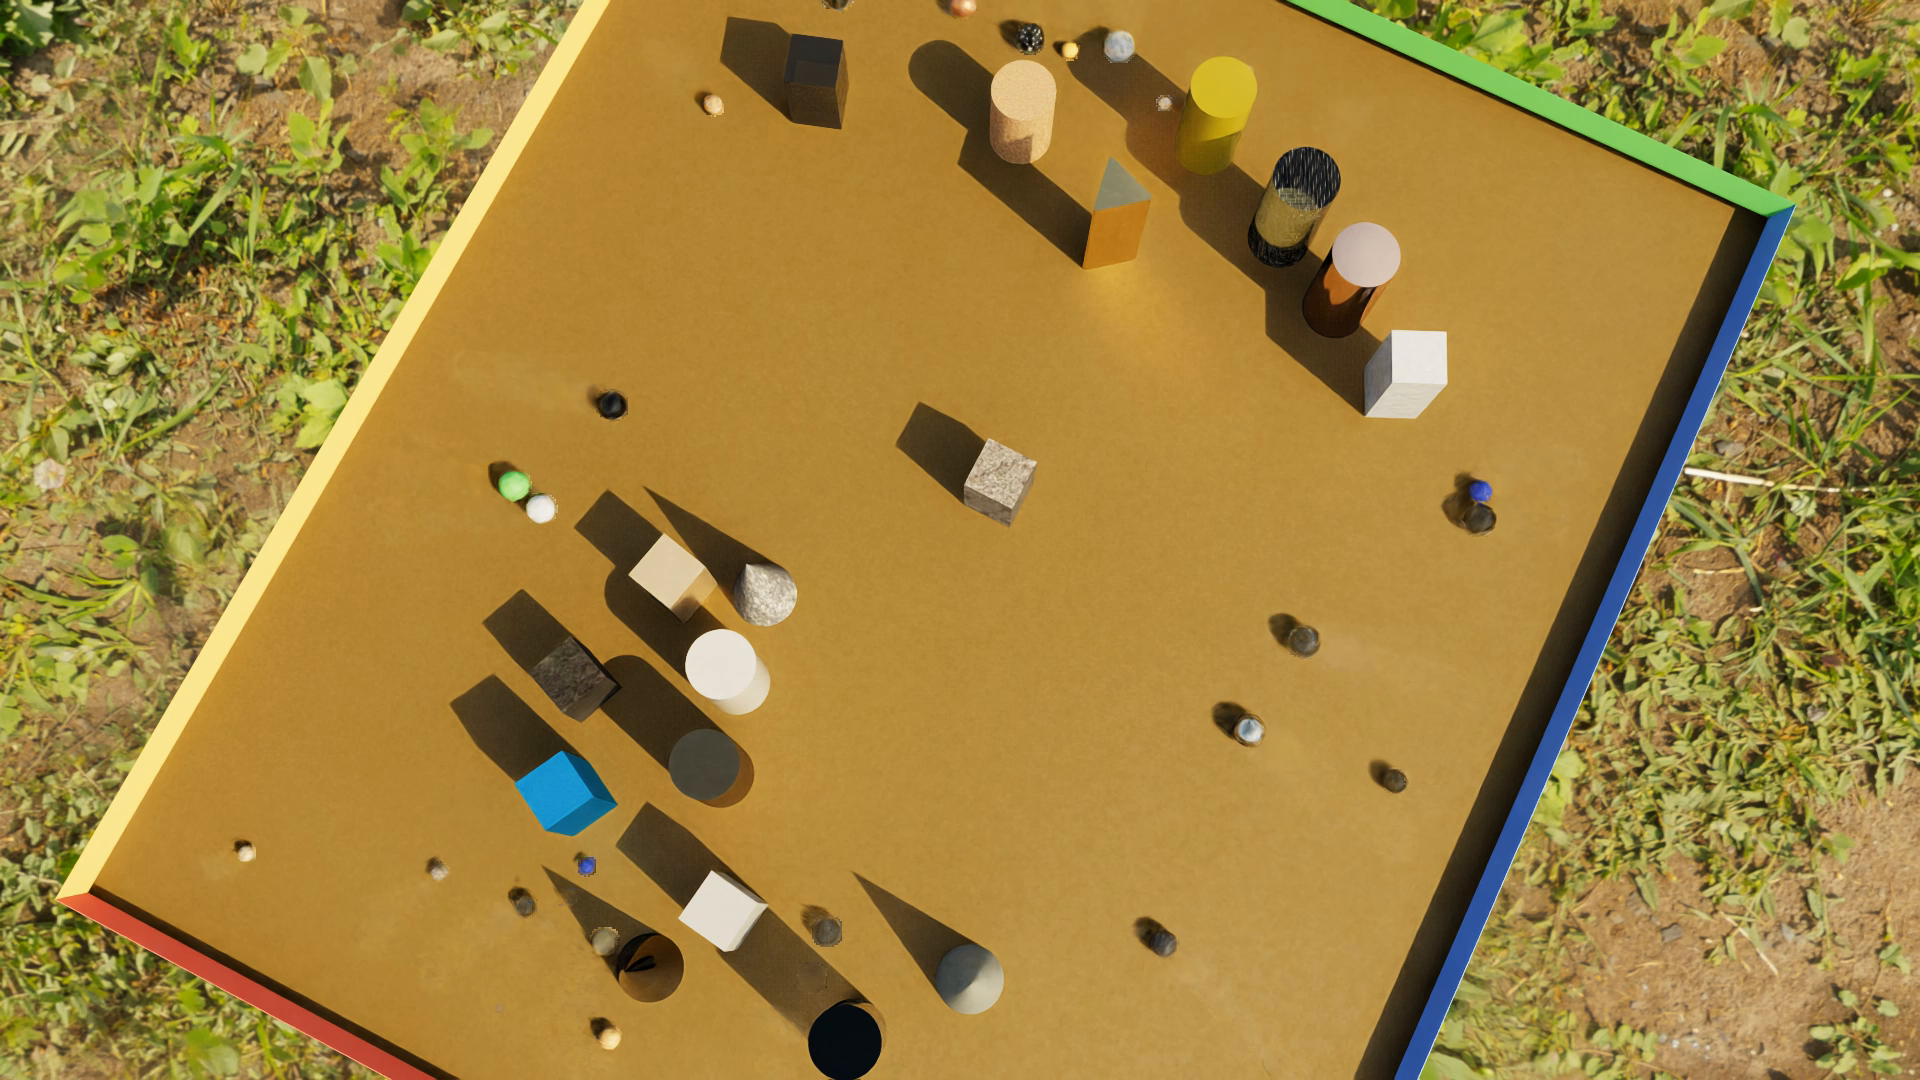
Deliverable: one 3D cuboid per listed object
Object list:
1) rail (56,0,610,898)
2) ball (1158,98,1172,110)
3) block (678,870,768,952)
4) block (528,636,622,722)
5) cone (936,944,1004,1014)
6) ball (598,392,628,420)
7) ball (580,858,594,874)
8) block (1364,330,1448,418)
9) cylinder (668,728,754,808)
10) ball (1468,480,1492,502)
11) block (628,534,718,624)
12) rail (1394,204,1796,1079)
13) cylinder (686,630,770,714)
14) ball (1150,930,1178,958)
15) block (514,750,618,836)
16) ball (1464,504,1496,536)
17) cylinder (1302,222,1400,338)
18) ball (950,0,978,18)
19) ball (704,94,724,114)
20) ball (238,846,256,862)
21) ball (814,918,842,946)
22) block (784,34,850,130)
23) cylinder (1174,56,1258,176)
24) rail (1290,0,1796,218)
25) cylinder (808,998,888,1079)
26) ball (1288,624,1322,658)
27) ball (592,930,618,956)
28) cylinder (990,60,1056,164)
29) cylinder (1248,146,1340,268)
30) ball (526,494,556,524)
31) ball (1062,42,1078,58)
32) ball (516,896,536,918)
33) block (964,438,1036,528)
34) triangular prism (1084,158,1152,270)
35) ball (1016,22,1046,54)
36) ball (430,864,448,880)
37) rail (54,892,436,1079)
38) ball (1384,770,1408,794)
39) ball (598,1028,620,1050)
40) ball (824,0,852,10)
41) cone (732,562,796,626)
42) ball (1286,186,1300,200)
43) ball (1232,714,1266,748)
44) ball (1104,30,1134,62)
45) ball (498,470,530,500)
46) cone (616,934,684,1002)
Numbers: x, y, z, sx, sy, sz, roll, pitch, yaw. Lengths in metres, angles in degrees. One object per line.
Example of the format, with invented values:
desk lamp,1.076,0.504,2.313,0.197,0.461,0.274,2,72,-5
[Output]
rail,-1.637,-0.795,5.714,0.045,0.129,4.230,26,80,5
ball,0.659,-1.402,5.886,0.040,0.040,0.040,0,78,0
block,-0.673,1.062,5.244,0.159,0.299,0.159,34,80,7
block,-1.131,0.413,5.397,0.159,0.263,0.159,-41,81,-8
cone,0.029,1.238,5.134,0.199,0.443,0.199,0,78,0
ball,-1.074,-0.414,5.656,0.090,0.090,0.090,0,78,0
ball,-1.098,0.962,5.394,0.045,0.045,0.045,0,78,0
block,1.340,-0.496,5.527,0.159,0.376,0.159,2,78,0
cylinder,-0.713,0.662,5.292,0.199,0.368,0.199,0,78,0
ball,1.594,-0.149,5.612,0.069,0.069,0.069,0,78,0
block,-0.849,0.118,5.448,0.159,0.283,0.159,38,81,7
rail,1.637,0.809,5.382,0.045,0.129,4.230,26,80,5
cylinder,-0.671,0.389,5.335,0.199,0.394,0.199,0,78,0
ball,0.593,1.175,5.333,0.080,0.080,0.080,0,78,0
block,-1.128,0.733,5.274,0.159,0.374,0.159,-35,80,-7
ball,1.583,-0.062,5.579,0.098,0.098,0.098,0,78,0
cylinder,1.176,-0.778,5.535,0.199,0.475,0.199,0,78,0
ball,0.011,-1.735,5.928,0.093,0.093,0.093,0,78,0
ball,-0.791,-1.396,5.874,0.063,0.063,0.063,0,78,0
ball,-2.103,0.925,5.401,0.048,0.048,0.048,0,78,0
ball,-0.386,1.141,5.340,0.080,0.080,0.080,0,78,0
block,-0.448,-1.438,5.760,0.159,0.302,0.159,8,78,2
cylinder,0.786,-1.306,5.669,0.199,0.427,0.199,0,78,0
rail,0.935,-1.825,5.927,3.709,0.129,0.045,26,80,5
cylinder,-0.310,1.393,5.126,0.199,0.395,0.199,0,78,0
ball,1.035,0.304,5.504,0.097,0.097,0.097,0,78,0
ball,-1.032,1.171,5.331,0.076,0.076,0.076,0,78,0
cylinder,0.194,-1.333,5.725,0.199,0.327,0.199,0,78,0
cylinder,1.012,-1.006,5.581,0.199,0.478,0.199,0,78,0
ball,-1.279,-0.095,5.592,0.088,0.088,0.088,0,78,0
ball,0.355,-1.581,5.917,0.052,0.052,0.052,0,78,0
ball,-1.269,1.073,5.364,0.060,0.060,0.060,0,78,0
block,0.119,-0.169,5.516,0.159,0.267,0.159,27,80,5
triangular prism,0.456,-0.995,5.569,0.172,0.496,0.149,-13,79,-3
ball,0.227,-1.617,5.903,0.094,0.094,0.094,0,78,0
ball,-1.531,0.978,5.390,0.048,0.048,0.048,0,78,0
rail,-0.935,1.838,5.169,3.709,0.129,0.045,26,80,5
ball,1.291,0.716,5.432,0.070,0.070,0.070,0,78,0
ball,-1.011,1.439,5.287,0.061,0.061,0.061,0,78,0
ball,-0.394,-1.762,5.934,0.093,0.093,0.093,0,78,0
cone,-0.596,0.116,5.346,0.199,0.483,0.199,0,78,0
ball,1.057,-1.102,5.820,0.048,0.048,0.048,0,78,0
ball,0.861,0.567,5.449,0.099,0.099,0.099,0,78,0
ball,0.513,-1.589,5.895,0.099,0.099,0.099,0,78,0
ball,-1.364,-0.167,5.604,0.093,0.093,0.093,0,78,0
cone,-0.906,1.208,5.151,0.199,0.421,0.199,0,78,0
